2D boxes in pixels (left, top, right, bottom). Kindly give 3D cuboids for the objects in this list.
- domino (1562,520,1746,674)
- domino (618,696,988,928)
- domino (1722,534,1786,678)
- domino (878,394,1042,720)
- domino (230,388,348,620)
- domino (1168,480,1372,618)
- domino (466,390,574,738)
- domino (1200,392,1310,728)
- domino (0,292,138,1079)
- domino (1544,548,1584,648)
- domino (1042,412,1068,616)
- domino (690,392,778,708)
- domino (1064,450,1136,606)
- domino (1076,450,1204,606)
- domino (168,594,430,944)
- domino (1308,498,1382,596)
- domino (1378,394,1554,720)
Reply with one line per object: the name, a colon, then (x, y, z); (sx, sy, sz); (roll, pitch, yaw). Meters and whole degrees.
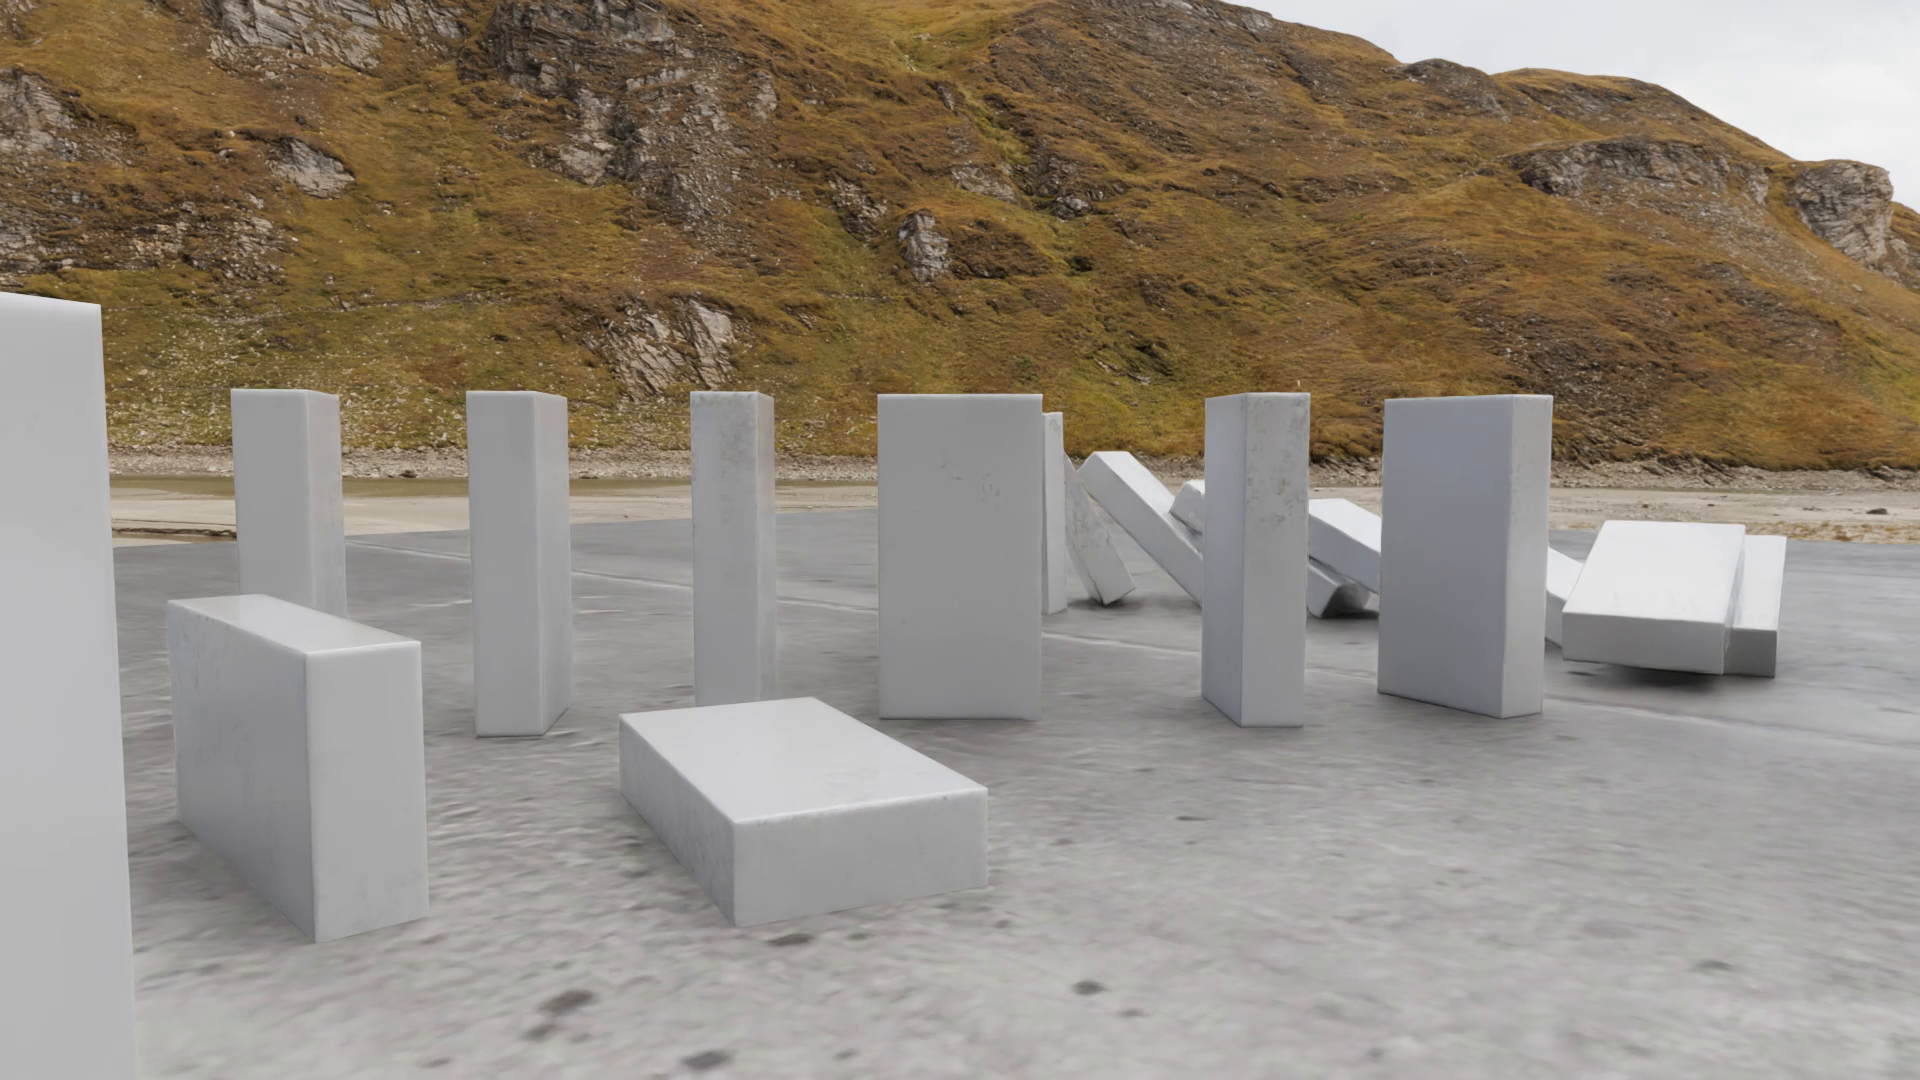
domino: (0.132, 0.009, 0.243); (0.025, 0.009, 0.050); (3, 22, 34)
domino: (-0.020, 0.027, 0.140); (0.025, 0.010, 0.050); (-2, 5, -26)
domino: (0.150, 0.012, 0.257); (0.025, 0.009, 0.050); (3, 22, 34)
domino: (0.000, 0.002, 0.201); (0.025, 0.050, 0.010); (0, 4, 0)
domino: (-0.099, 0.003, 0.190); (0.010, 0.050, 0.025); (-1, 4, -16)
domino: (0.082, 0.001, 0.334); (0.025, 0.010, 0.050); (-5, 36, -48)
domino: (-0.067, 0.003, 0.197); (0.009, 0.050, 0.025); (-1, 4, -7)
domino: (0.046, 0.002, 0.203); (0.009, 0.050, 0.025); (0, 4, -3)
domino: (-0.053, 0.013, 0.060); (0.010, 0.050, 0.025); (1, 4, 9)
domino: (0.126, 0.008, 0.290); (0.025, 0.009, 0.050); (-2, 25, -28)
domino: (0.013, -0.007, 0.326); (0.025, 0.050, 0.009); (3, 9, 33)
domino: (-0.035, 0.003, 0.199); (0.009, 0.050, 0.025); (0, 4, -2)
domino: (0.029, -0.008, 0.343); (0.009, 0.050, 0.025); (-28, 4, -1)
domino: (0.055, -0.004, 0.345); (0.050, 0.010, 0.025); (47, 23, 18)
domino: (-0.068, 0.020, 0.130); (0.010, 0.025, 0.050); (-4, 6, -43)
domino: (0.105, 0.005, 0.315); (0.025, 0.009, 0.050); (-4, 29, -40)
domino: (0.082, 0.002, 0.209); (0.009, 0.050, 0.025); (-2, 5, -29)
